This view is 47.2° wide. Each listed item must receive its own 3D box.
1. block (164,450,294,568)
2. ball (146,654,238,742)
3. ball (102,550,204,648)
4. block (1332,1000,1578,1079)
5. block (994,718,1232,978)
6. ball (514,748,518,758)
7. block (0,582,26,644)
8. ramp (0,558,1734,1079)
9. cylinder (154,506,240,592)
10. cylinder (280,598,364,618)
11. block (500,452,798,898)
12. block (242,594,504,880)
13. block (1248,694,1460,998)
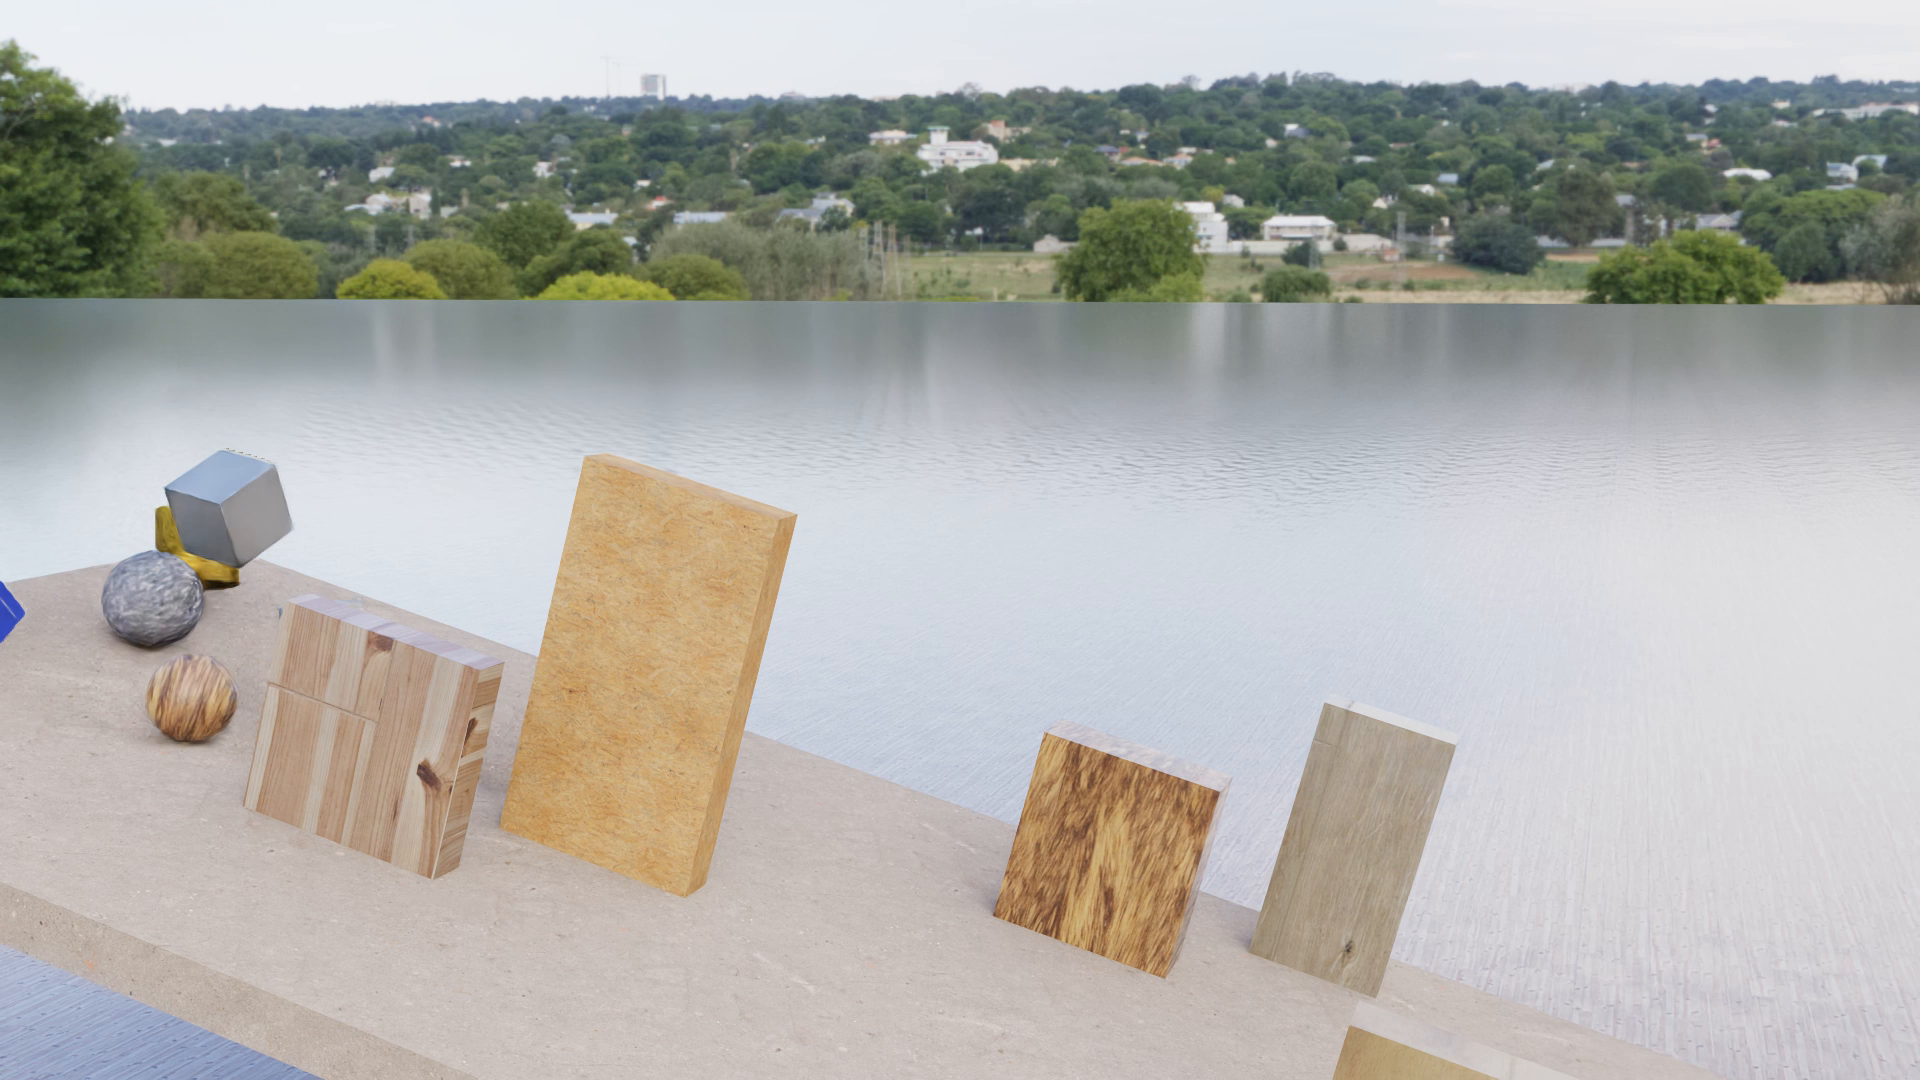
[{"bbox_3d":[-1.566,-0.067,4.718,0.165,0.165,0.165,14,38,26],"label":"block"},{"bbox_3d":[-1.502,0.309,4.301,0.172,0.172,0.172,0,7,0],"label":"ball"},{"bbox_3d":[-1.750,0.128,4.770,0.209,0.209,0.209,0,7,0],"label":"ball"},{"bbox_3d":[0.682,0.959,3.211,0.355,0.457,0.114,18,11,14],"label":"block"},{"bbox_3d":[0.312,0.627,4.501,0.373,0.406,0.144,18,11,14],"label":"block"},{"bbox_3d":[-0.834,0.453,4.509,0.155,0.155,0.155,0,7,0],"label":"ball"},{"bbox_3d":[-1.942,0.142,4.177,0.181,0.181,0.181,-8,37,24],"label":"block"},{"bbox_3d":[-0.384,0.761,4.245,4.000,0.100,2.000,18,11,14],"label":"ramp"},{"bbox_3d":[-1.772,0.018,5.110,0.182,0.182,0.182,-5,-8,-1],"label":"cylinder"},{"bbox_3d":[-1.359,0.219,4.711,0.172,0.172,0.172,-6,8,-16],"label":"cylinder"},{"bbox_3d":[-0.602,0.257,4.212,0.406,0.758,0.098,18,11,14],"label":"block"},{"bbox_3d":[-1.075,0.356,4.022,0.409,0.404,0.089,18,11,14],"label":"block"},{"bbox_3d":[0.834,0.645,4.660,0.282,0.573,0.108,18,11,14],"label":"block"}]
